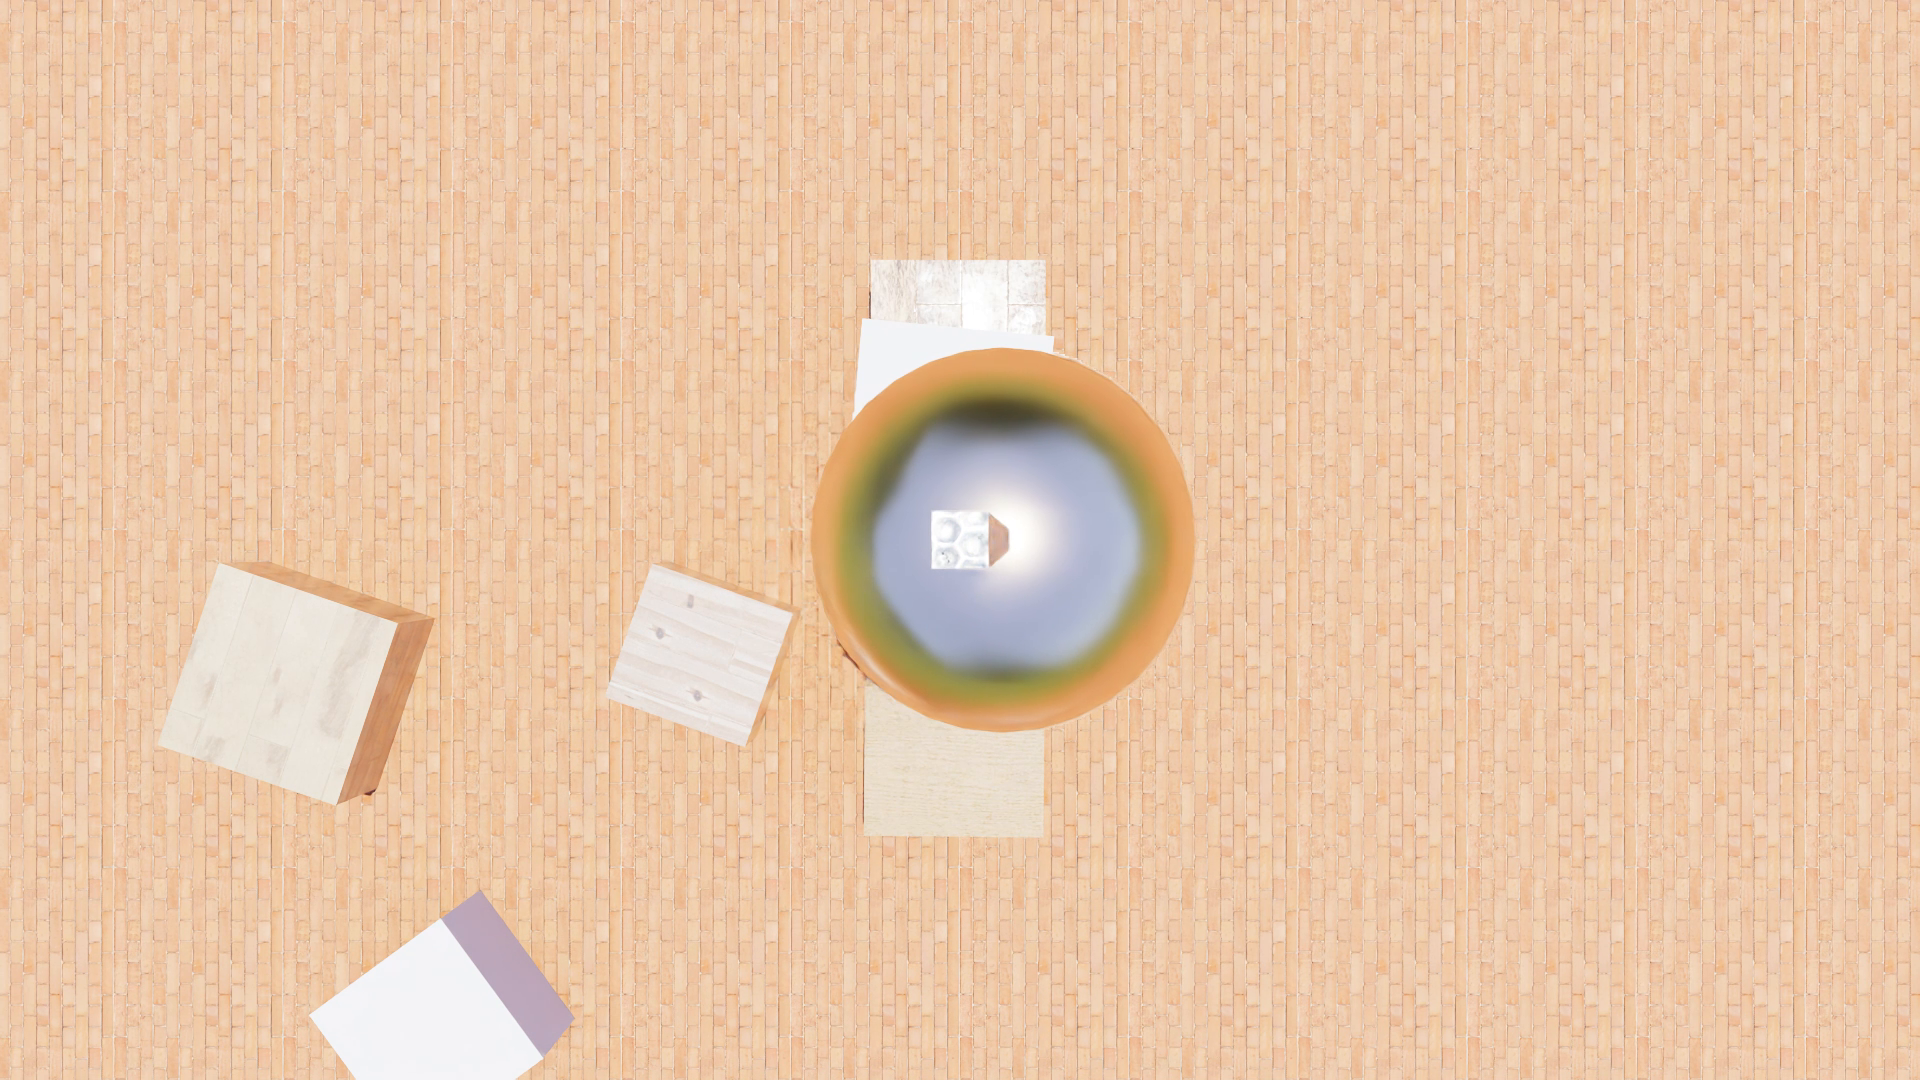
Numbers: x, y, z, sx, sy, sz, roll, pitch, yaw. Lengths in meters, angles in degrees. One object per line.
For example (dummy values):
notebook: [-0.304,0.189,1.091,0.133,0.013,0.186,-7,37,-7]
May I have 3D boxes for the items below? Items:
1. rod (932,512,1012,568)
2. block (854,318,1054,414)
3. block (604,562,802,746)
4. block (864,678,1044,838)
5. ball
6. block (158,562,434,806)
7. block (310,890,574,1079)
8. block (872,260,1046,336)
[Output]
rod: [0.077,0.000,5.717,0.080,5.200,0.080,0,90,2]
block: [-0.053,-0.586,11.439,0.956,1.036,0.943,5,90,0]
block: [-1.452,0.640,12.607,0.828,0.786,0.789,20,90,0]
block: [-0.031,1.124,12.540,0.986,0.920,1.010,1,90,0]
ball: [0.177,0.000,9.115,1.600,1.600,1.600,0,90,0]
block: [-3.765,0.795,12.566,1.040,0.869,1.061,19,90,0]
block: [-2.912,2.710,12.498,0.889,1.004,0.947,-36,90,0]
block: [-0.010,-0.990,12.478,0.948,1.043,1.065,0,90,0]
